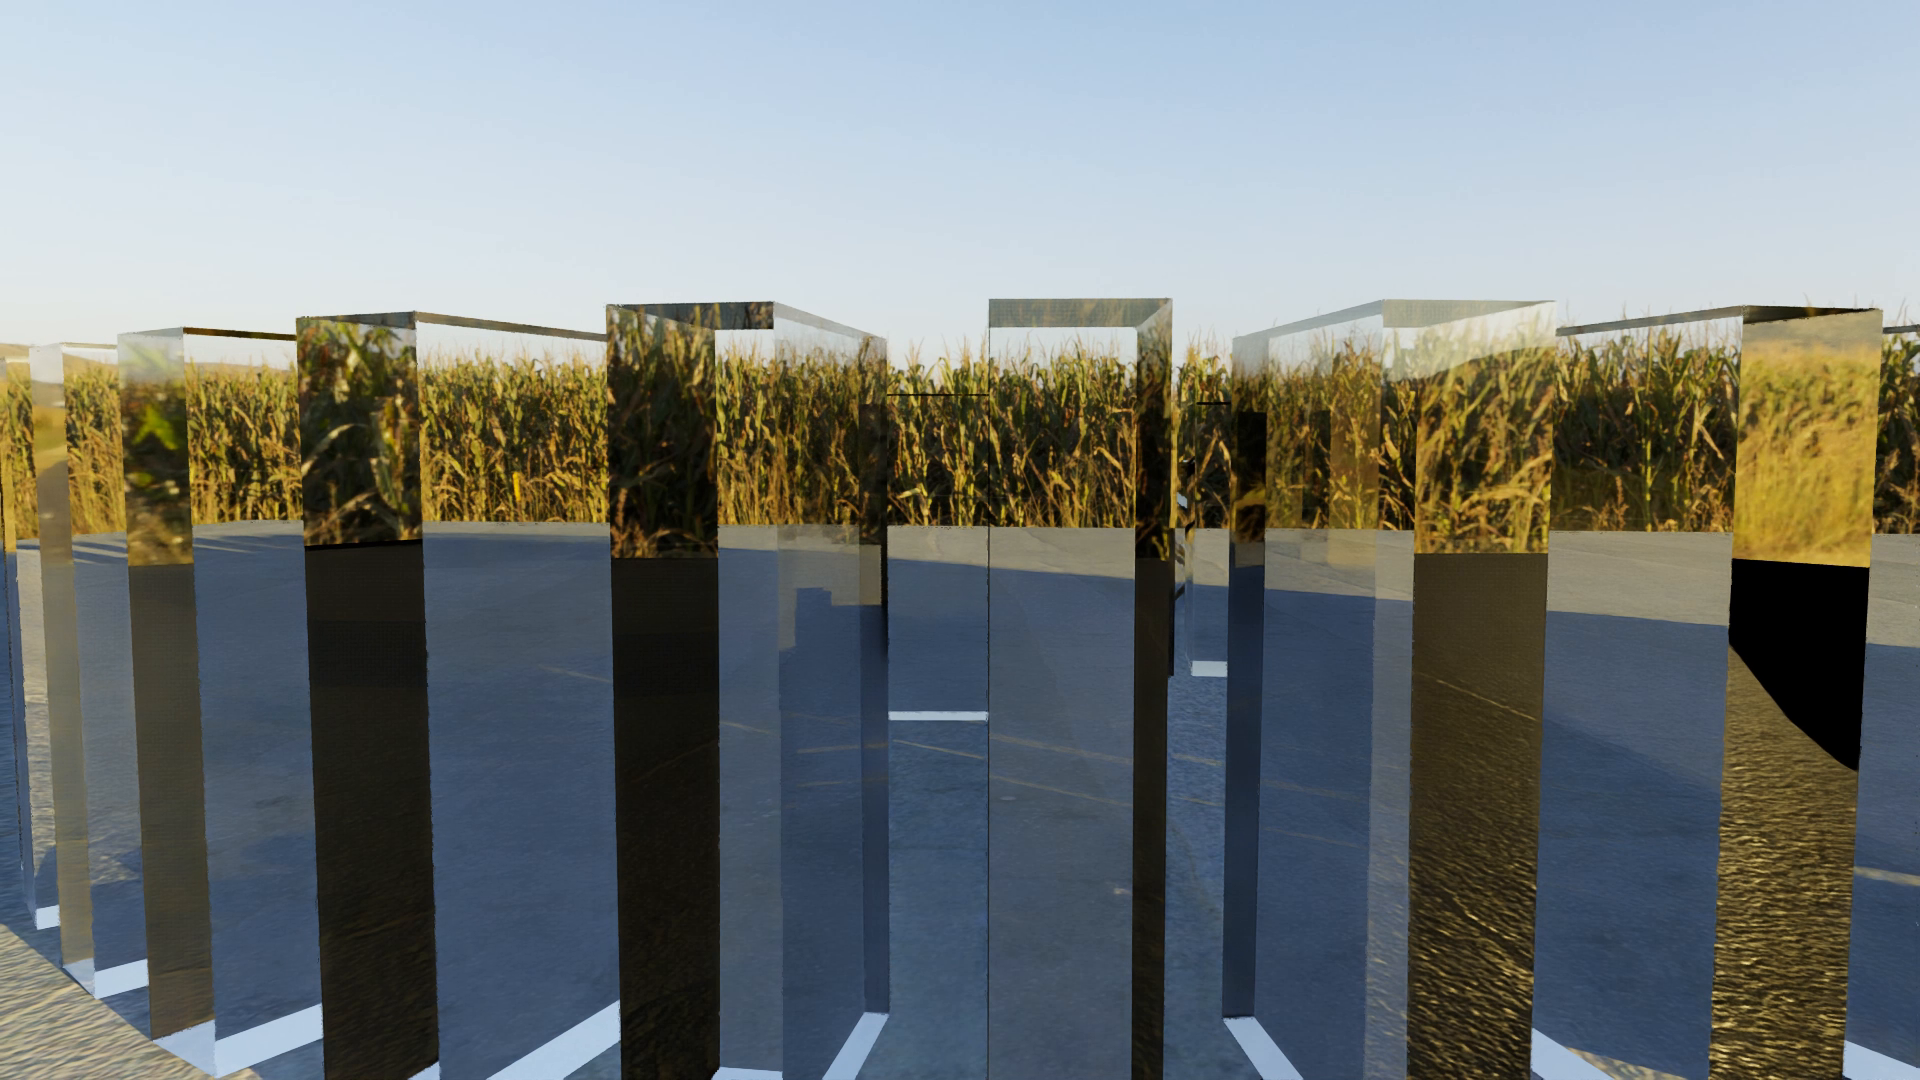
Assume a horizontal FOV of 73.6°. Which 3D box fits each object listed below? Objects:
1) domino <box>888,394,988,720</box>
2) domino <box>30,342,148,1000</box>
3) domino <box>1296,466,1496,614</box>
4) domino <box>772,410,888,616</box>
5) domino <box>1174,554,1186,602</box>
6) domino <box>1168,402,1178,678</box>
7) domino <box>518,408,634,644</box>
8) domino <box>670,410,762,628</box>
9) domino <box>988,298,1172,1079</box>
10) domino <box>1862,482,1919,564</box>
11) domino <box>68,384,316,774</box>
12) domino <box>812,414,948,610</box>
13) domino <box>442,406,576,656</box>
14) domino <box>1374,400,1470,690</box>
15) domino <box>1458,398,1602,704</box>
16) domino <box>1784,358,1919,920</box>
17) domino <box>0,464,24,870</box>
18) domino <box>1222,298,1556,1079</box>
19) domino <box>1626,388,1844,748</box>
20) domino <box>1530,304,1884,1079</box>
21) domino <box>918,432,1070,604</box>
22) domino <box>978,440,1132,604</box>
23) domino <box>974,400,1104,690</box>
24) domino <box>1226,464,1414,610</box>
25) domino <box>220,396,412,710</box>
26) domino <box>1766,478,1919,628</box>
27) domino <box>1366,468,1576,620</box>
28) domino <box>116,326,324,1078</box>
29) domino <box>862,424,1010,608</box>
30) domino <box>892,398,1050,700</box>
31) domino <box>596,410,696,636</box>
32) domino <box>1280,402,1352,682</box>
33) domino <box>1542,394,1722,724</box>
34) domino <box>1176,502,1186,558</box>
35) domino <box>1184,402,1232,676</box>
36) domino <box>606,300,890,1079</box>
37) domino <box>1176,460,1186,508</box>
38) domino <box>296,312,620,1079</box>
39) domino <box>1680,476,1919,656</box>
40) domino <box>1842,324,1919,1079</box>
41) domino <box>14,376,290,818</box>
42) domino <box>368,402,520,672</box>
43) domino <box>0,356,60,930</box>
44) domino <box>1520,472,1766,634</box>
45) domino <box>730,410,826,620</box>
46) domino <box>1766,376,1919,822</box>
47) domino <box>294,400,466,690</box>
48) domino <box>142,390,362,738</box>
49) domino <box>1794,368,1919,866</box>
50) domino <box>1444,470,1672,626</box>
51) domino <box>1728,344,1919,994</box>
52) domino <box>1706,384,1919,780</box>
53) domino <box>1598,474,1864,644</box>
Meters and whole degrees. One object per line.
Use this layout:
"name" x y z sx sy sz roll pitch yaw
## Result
"domino" 0.000 0.002 0.201 0.025 0.050 0.009 0 4 0
"domino" -0.061 0.009 0.109 0.009 0.050 0.025 4 6 42
"domino" 0.115 -0.001 0.337 0.050 0.009 0.025 40 22 21
"domino" -0.033 -0.007 0.327 0.009 0.050 0.025 -18 12 -25
"domino" 0.043 -0.005 0.352 0.050 0.009 0.025 44 9 3
"domino" 0.030 -0.001 0.243 0.009 0.050 0.025 -2 5 -21
"domino" -0.084 -0.003 0.281 0.025 0.050 0.009 3 5 33
"domino" -0.059 -0.006 0.308 0.010 0.050 0.025 -4 6 -41
"domino" 0.007 0.012 0.081 0.009 0.050 0.025 0 4 2
"domino" 0.203 0.007 0.244 0.025 0.010 0.050 -1 37 -18
"domino" -0.102 0.005 0.171 0.025 0.050 0.010 -1 4 -13
"domino" -0.021 -0.007 0.335 0.009 0.050 0.025 -27 14 -20
"domino" -0.093 -0.002 0.264 0.025 0.050 0.009 2 5 22
"domino" 0.084 0.000 0.232 0.009 0.050 0.025 3 5 34
"domino" 0.097 0.001 0.219 0.025 0.050 0.009 -3 5 -35
"domino" 0.090 0.009 0.115 0.025 0.050 0.009 3 6 39
"domino" -0.086 0.007 0.137 0.025 0.050 0.009 -3 5 -34
"domino" 0.025 0.011 0.081 0.009 0.050 0.025 0 4 -6
"domino" 0.111 0.004 0.185 0.025 0.050 0.010 -1 4 -11
"domino" 0.044 0.011 0.085 0.009 0.050 0.025 -1 4 -14
"domino" 0.009 -0.006 0.348 0.009 0.050 0.025 -38 8 -3
"domino" 0.026 -0.006 0.352 0.010 0.050 0.025 -42 0 6
"domino" 0.014 0.000 0.234 0.009 0.050 0.025 -3 5 -37
"domino" 0.096 -0.002 0.343 0.050 0.009 0.025 39 17 15
"domino" -0.104 0.002 0.209 0.025 0.050 0.009 0 4 3
"domino" 0.195 0.006 0.261 0.025 0.010 0.050 -2 37 -23
"domino" 0.131 0.000 0.329 0.050 0.009 0.025 41 25 25
"domino" -0.047 0.010 0.097 0.009 0.050 0.025 3 5 35
"domino" -0.007 -0.007 0.341 0.009 0.050 0.025 -33 13 -12
"domino" 0.002 0.001 0.219 0.025 0.050 0.009 1 4 17
"domino" -0.072 -0.005 0.295 0.025 0.050 0.009 4 6 42
"domino" 0.067 -0.001 0.241 0.010 0.050 0.025 2 5 21
"domino" 0.106 0.002 0.203 0.025 0.050 0.009 -2 5 -21
"domino" 0.061 -0.004 0.351 0.050 0.010 0.025 42 12 8
"domino" 0.049 -0.001 0.245 0.009 0.050 0.025 0 4 7
"domino" -0.012 0.011 0.083 0.009 0.050 0.025 1 4 10
"domino" 0.079 -0.003 0.347 0.050 0.009 0.025 40 15 12
"domino" -0.030 0.011 0.088 0.010 0.050 0.025 2 5 23
"domino" 0.186 0.004 0.278 0.025 0.010 0.050 -2 37 -27
"domino" 0.062 0.011 0.091 0.009 0.050 0.025 -2 5 -26
"domino" -0.096 0.006 0.154 0.025 0.050 0.009 -2 5 -25
"domino" -0.099 -0.001 0.246 0.025 0.050 0.009 1 4 15
"domino" -0.075 0.008 0.122 0.025 0.050 0.009 -4 6 -41
"domino" 0.163 0.002 0.307 0.025 0.009 0.050 -3 39 -37
"domino" -0.045 -0.007 0.319 0.009 0.050 0.025 -9 8 -31
"domino" 0.109 0.006 0.147 0.025 0.050 0.009 2 5 20
"domino" -0.103 0.000 0.228 0.025 0.050 0.009 1 4 9
"domino" -0.104 0.003 0.190 0.025 0.050 0.009 0 4 -4
"domino" 0.101 0.008 0.130 0.025 0.050 0.009 3 5 30
"domino" 0.148 0.001 0.320 0.025 0.009 0.050 -4 40 -44
"domino" 0.077 0.010 0.101 0.009 0.050 0.025 -4 6 -41
"domino" 0.113 0.005 0.166 0.025 0.050 0.009 0 4 2
"domino" 0.175 0.003 0.293 0.025 0.009 0.050 -3 38 -32
